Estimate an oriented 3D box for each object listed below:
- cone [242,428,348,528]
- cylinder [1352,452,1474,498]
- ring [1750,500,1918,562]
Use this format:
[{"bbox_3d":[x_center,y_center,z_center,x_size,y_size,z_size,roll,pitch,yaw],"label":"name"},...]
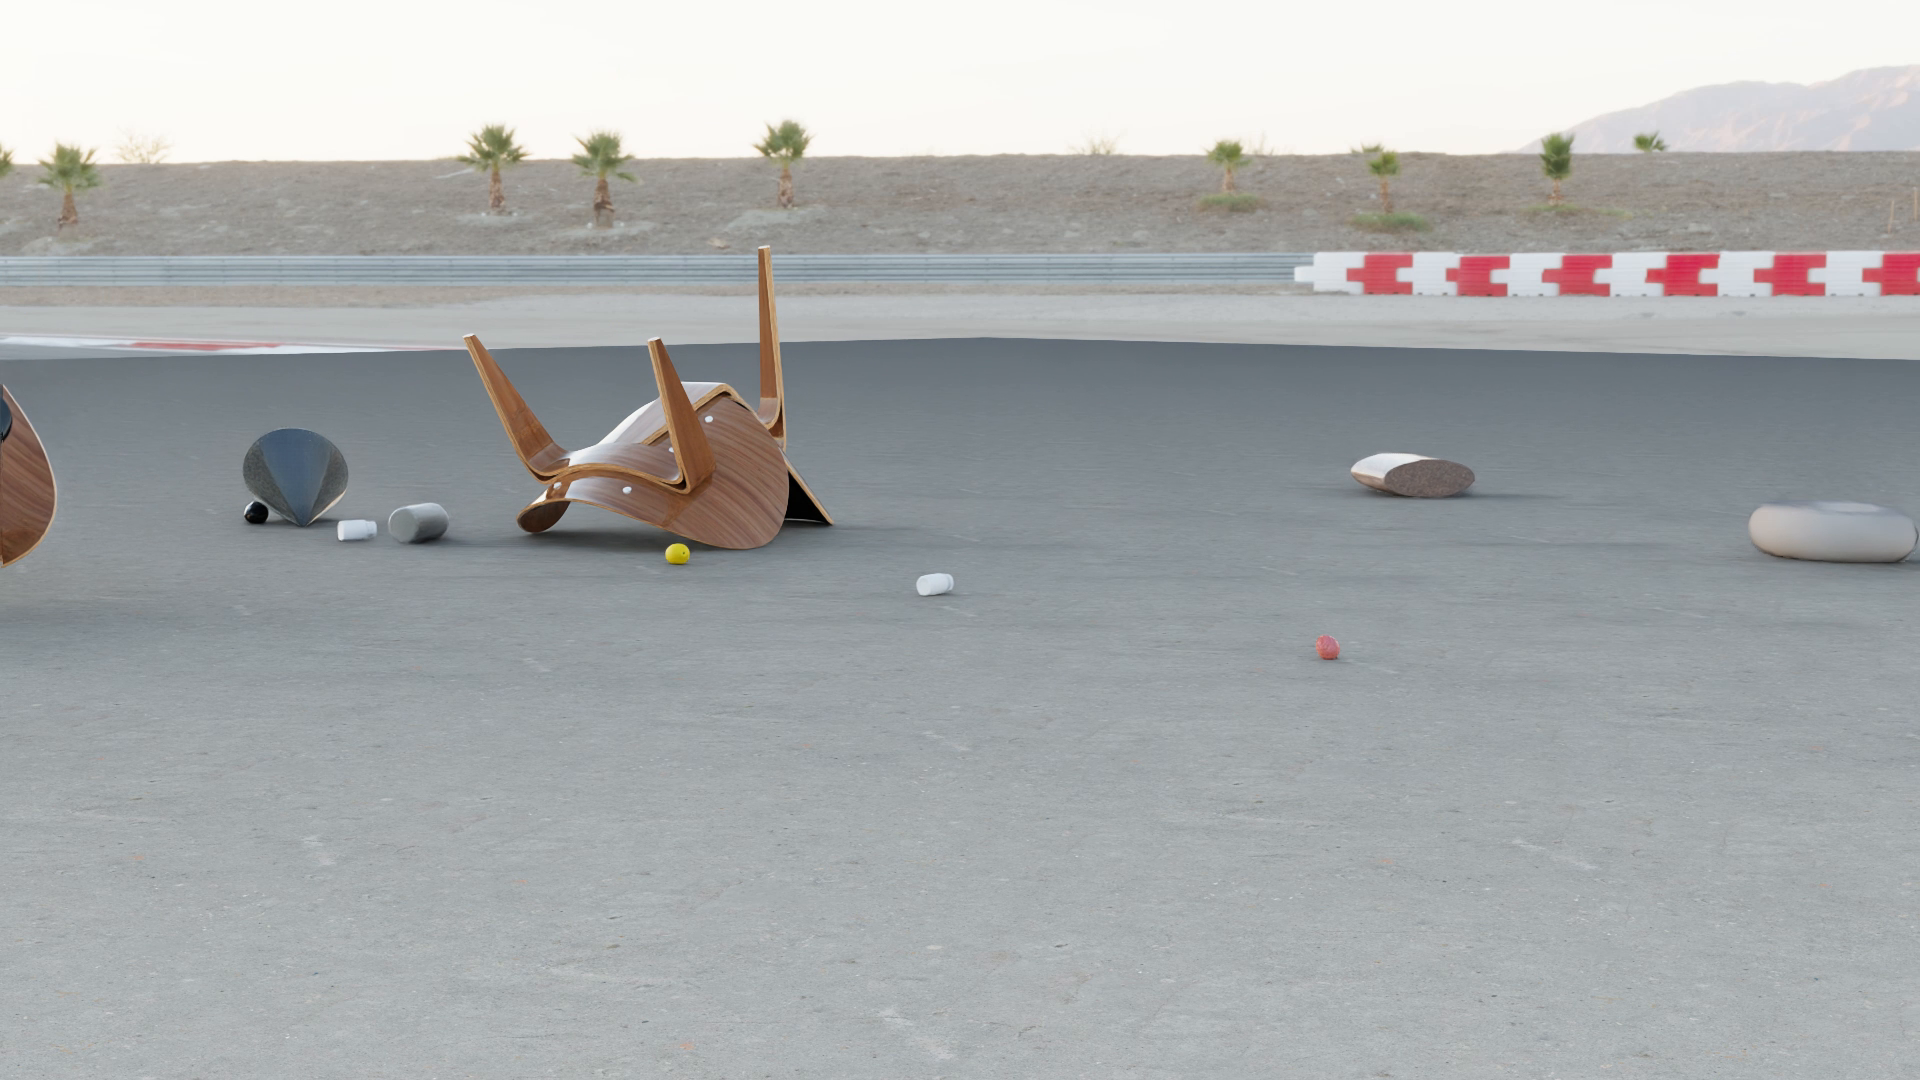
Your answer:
[{"bbox_3d":[-1.752,-0.105,6.809,0.267,0.312,0.234,-23,43,-1],"label":"cone"},{"bbox_3d":[1.372,-0.199,7.789,0.284,0.113,0.310,-2,6,-9],"label":"cylinder"},{"bbox_3d":[2.052,-0.021,6.037,0.314,0.122,0.419,-4,8,-30],"label":"ring"}]
